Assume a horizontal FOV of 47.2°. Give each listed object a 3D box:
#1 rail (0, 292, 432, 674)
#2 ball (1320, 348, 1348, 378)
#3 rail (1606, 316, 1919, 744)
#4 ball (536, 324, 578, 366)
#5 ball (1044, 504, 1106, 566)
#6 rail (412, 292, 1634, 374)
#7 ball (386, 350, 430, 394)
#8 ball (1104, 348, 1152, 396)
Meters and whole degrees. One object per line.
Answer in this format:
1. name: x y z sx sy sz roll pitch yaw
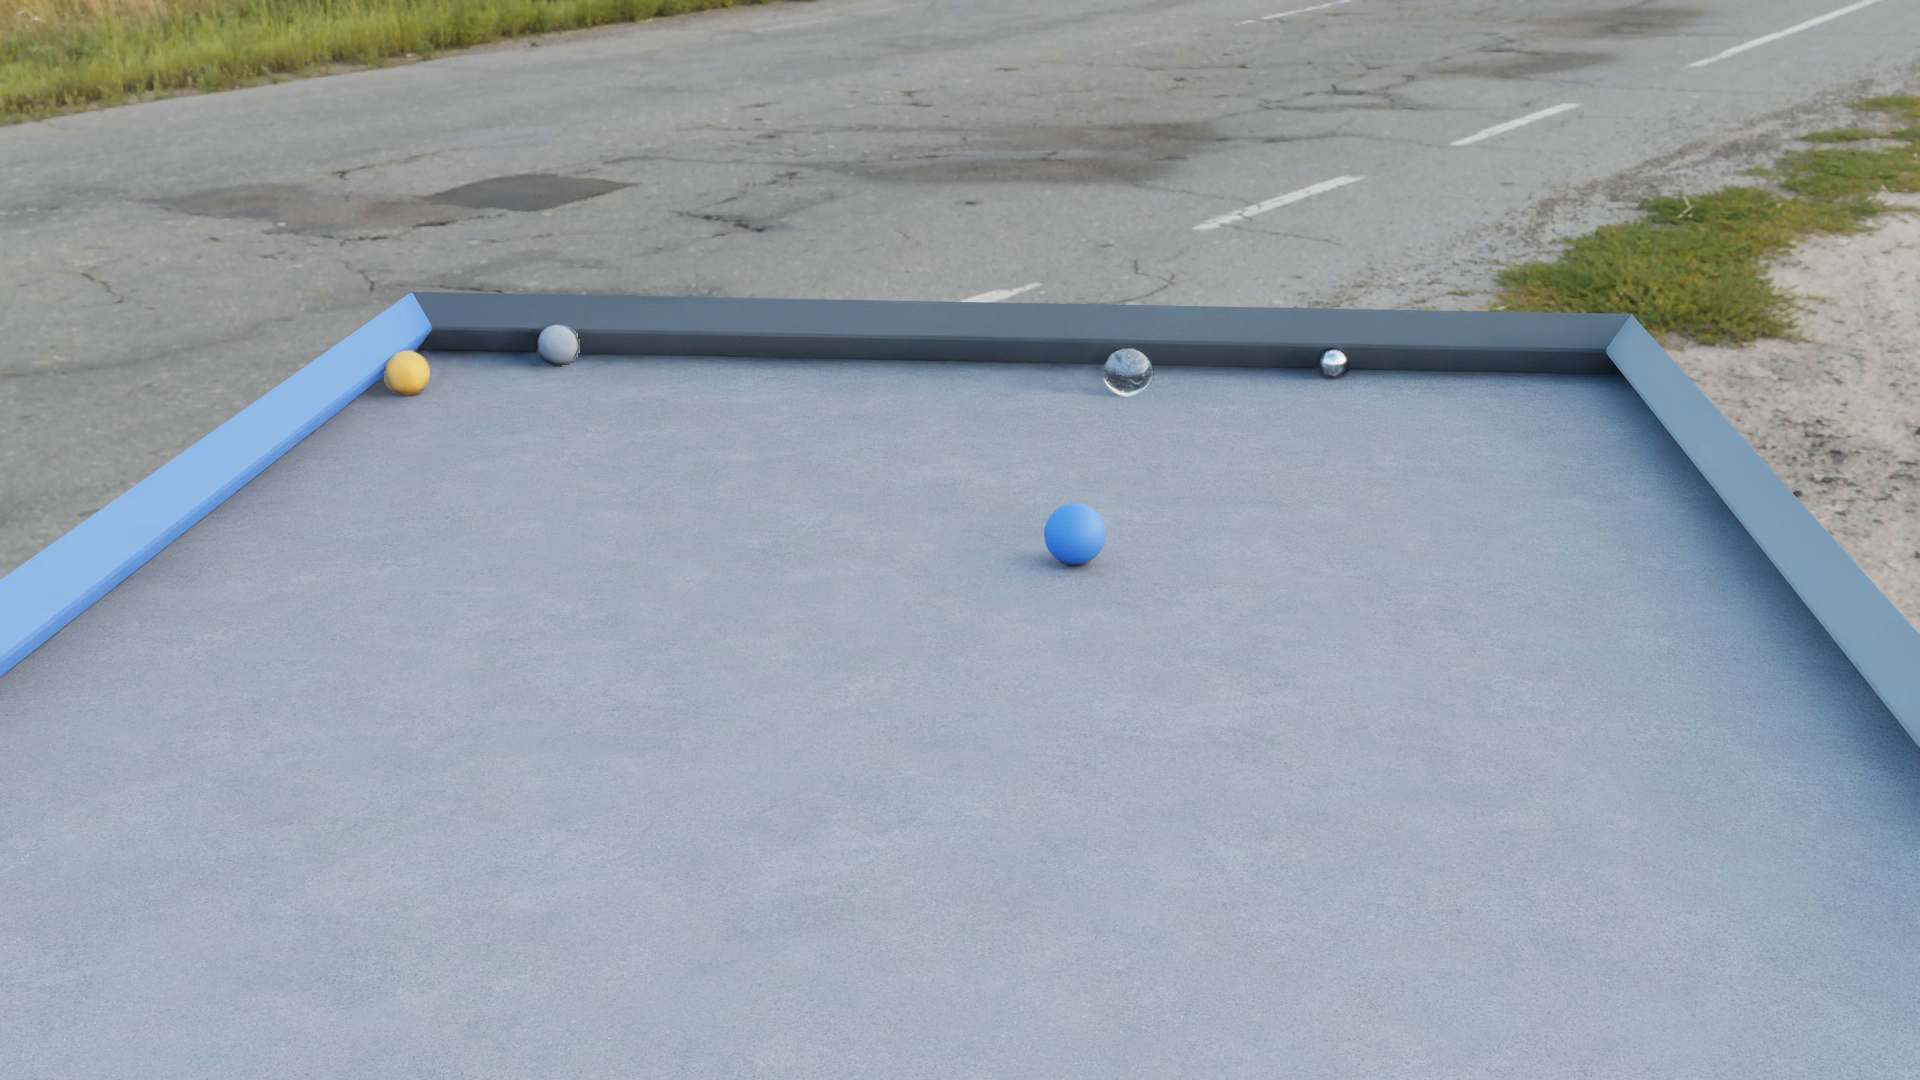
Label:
1. rail: -1.039 0.279 1.790 0.045 0.097 3.926 2 19 4
2. ball: 0.592 -0.280 3.482 0.046 0.046 0.046 0 19 0
3. rail: 0.881 0.330 1.643 0.045 0.097 3.926 2 19 4
4. ball: -0.651 -0.315 3.554 0.065 0.065 0.065 0 19 0
5. ball: 0.139 -0.007 2.652 0.075 0.075 0.075 0 19 0
6. rail: 0.077 -0.329 3.543 1.974 0.097 0.045 2 19 4
7. ball: -0.850 -0.257 3.384 0.067 0.067 0.067 0 19 0
8. ball: 0.257 -0.257 3.374 0.074 0.074 0.074 0 19 0
